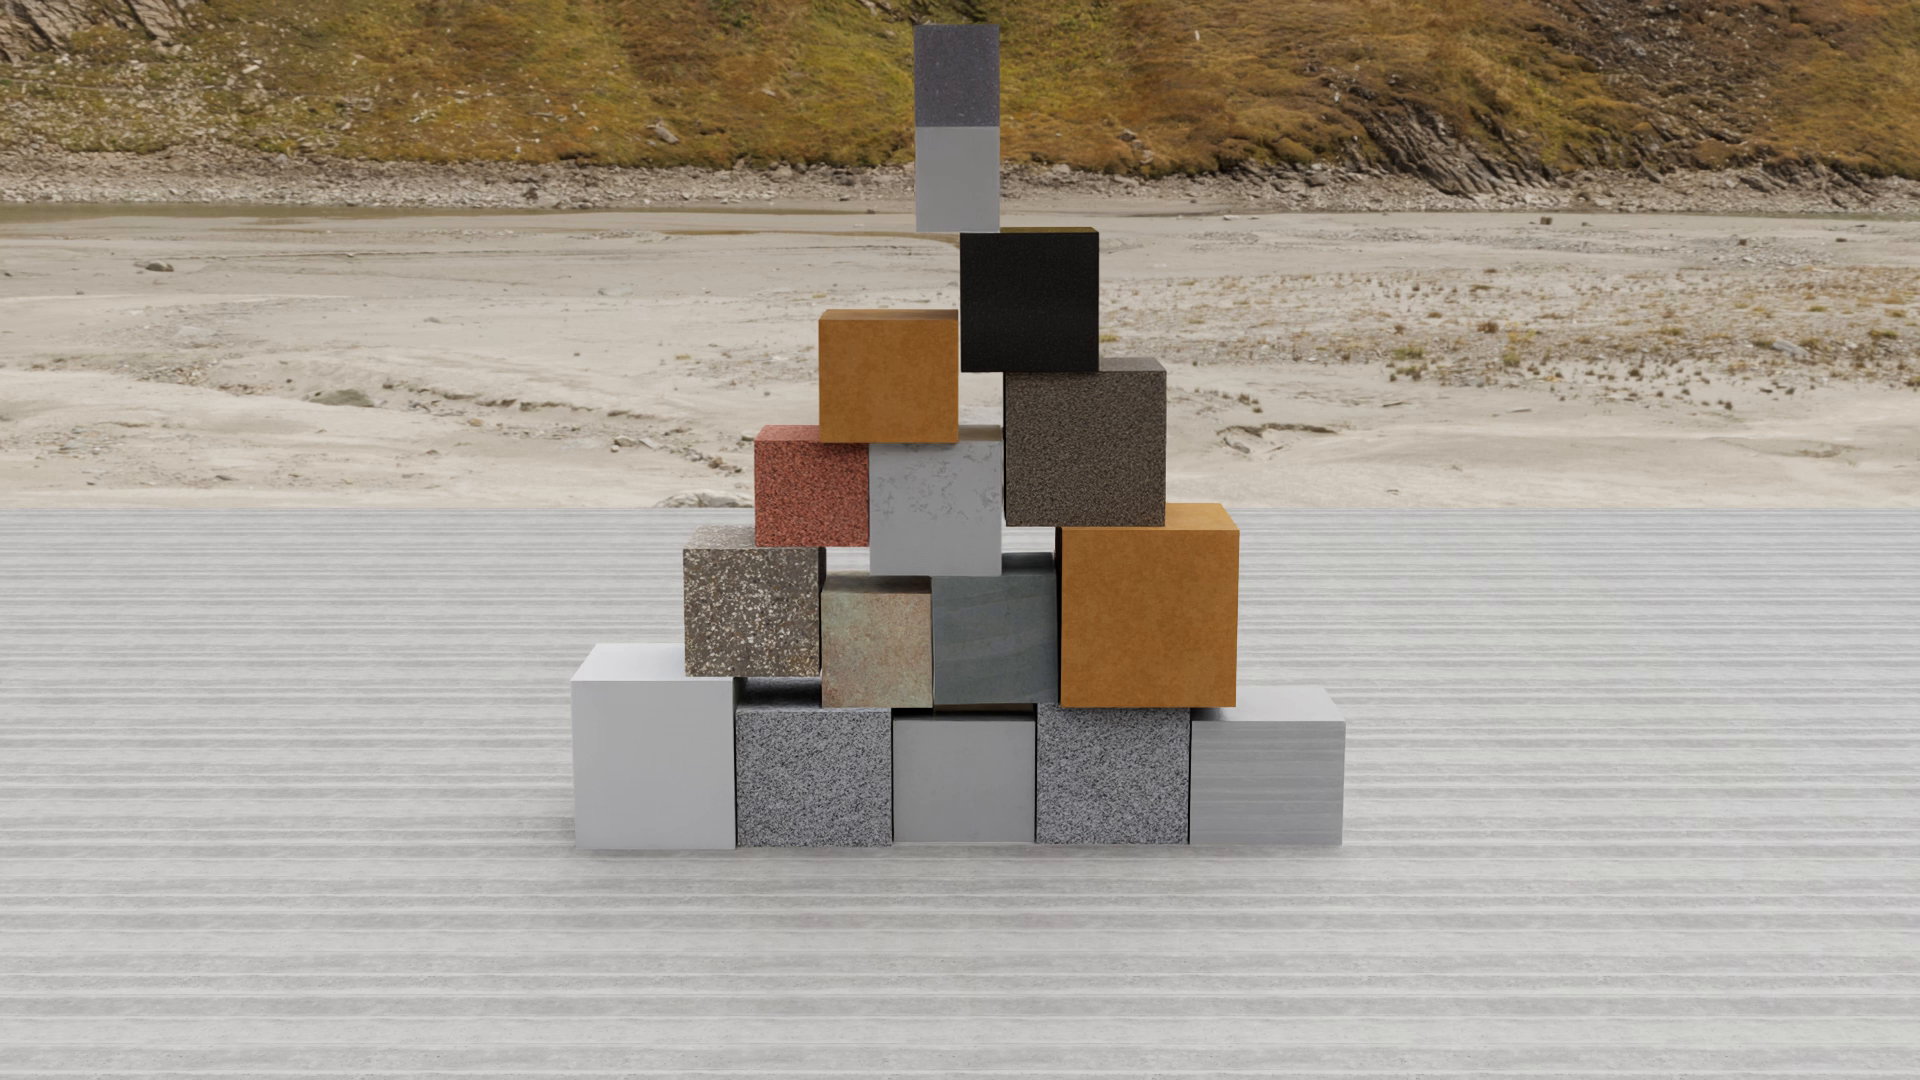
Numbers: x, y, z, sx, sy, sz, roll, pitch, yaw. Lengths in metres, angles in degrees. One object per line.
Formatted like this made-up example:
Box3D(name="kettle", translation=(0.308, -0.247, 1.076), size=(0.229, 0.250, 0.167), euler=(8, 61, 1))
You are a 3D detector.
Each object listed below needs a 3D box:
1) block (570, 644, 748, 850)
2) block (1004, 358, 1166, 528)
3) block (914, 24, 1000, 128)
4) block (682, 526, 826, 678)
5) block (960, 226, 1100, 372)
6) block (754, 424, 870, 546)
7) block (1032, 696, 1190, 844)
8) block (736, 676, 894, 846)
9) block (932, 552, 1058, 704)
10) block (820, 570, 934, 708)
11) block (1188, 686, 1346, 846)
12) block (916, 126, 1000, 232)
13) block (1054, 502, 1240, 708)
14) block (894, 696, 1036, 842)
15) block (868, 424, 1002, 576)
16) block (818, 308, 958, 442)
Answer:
Box3D(name="block", translation=(-1.528, 1.051, 11.351), size=(0.799, 0.872, 0.816), euler=(0, 10, 0))
Box3D(name="block", translation=(0.617, -0.505, 11.102), size=(0.784, 0.768, 0.680), euler=(0, 10, 0))
Box3D(name="block", translation=(-0.015, -2.268, 10.777), size=(0.409, 0.480, 0.420), euler=(0, 10, 0))
Box3D(name="block", translation=(-1.033, 0.302, 11.225), size=(0.666, 0.647, 0.682), euler=(0, 10, 0))
Box3D(name="block", translation=(0.337, -1.207, 10.954), size=(0.669, 0.671, 0.694), euler=(0, 10, 0))
Box3D(name="block", translation=(-0.730, -0.281, 11.145), size=(0.567, 0.531, 0.595), euler=(0, 10, 0))
Box3D(name="block", translation=(0.768, 1.112, 11.398), size=(0.761, 0.734, 0.719), euler=(0, 10, 0))
Box3D(name="block", translation=(-0.732, 1.132, 11.382), size=(0.772, 0.700, 0.758), euler=(0, 10, 0))
Box3D(name="block", translation=(0.175, 0.442, 11.249), size=(0.619, 0.646, 0.638), euler=(-1, 10, 0))
Box3D(name="block", translation=(-0.415, 0.498, 11.290), size=(0.553, 0.580, 0.636), euler=(0, 10, 0))
Box3D(name="block", translation=(1.543, 1.158, 11.391), size=(0.769, 0.647, 0.723), euler=(0, 10, 0))
Box3D(name="block", translation=(-0.012, -1.783, 10.853), size=(0.406, 0.502, 0.473), euler=(0, 10, 0))
Box3D(name="block", translation=(0.934, 0.317, 11.225), size=(0.866, 0.892, 0.822), euler=(0, 10, 0))
Box3D(name="block", translation=(0.021, 1.165, 11.398), size=(0.713, 0.630, 0.631), euler=(0, 10, 0))
Box3D(name="block", translation=(-0.120, -0.211, 11.160), size=(0.652, 0.669, 0.663), euler=(0, 10, 0))
Box3D(name="block", translation=(-0.346, -0.833, 11.034), size=(0.678, 0.597, 0.705), euler=(0, 10, 0))
